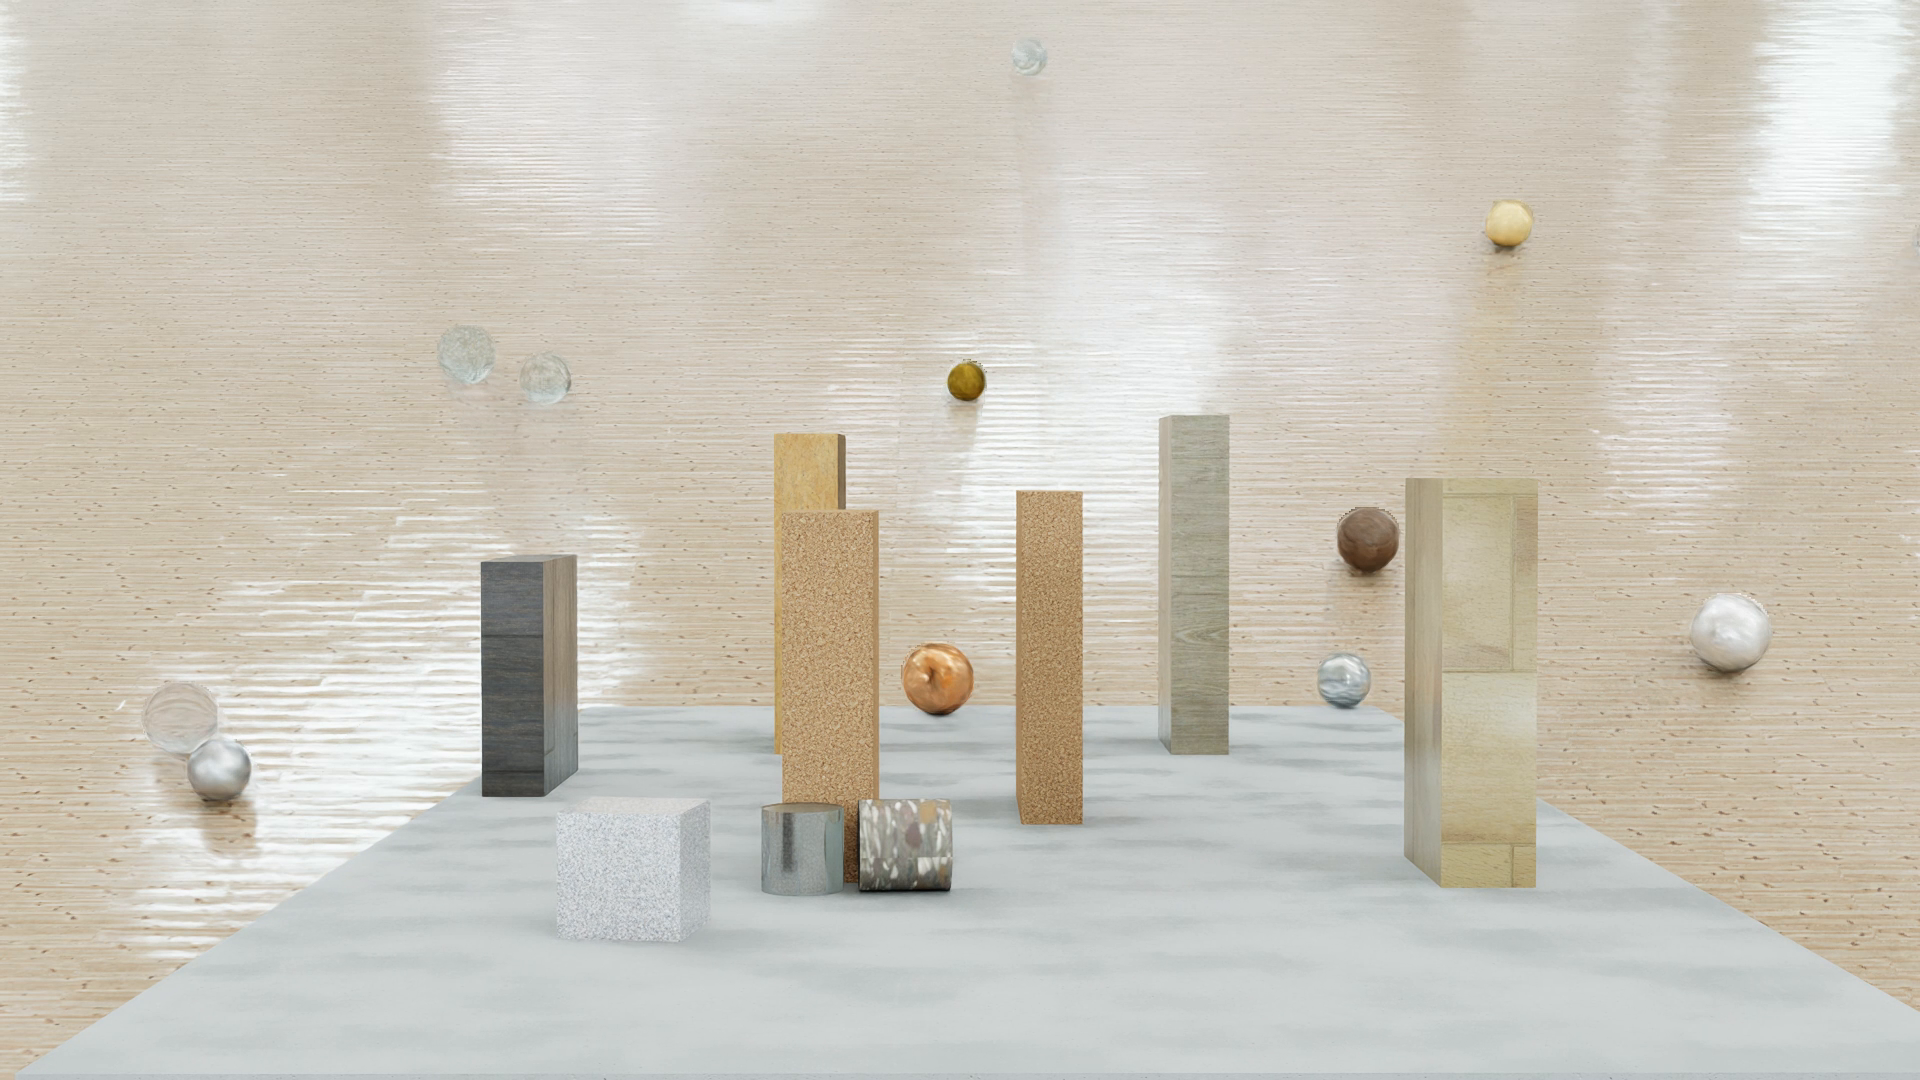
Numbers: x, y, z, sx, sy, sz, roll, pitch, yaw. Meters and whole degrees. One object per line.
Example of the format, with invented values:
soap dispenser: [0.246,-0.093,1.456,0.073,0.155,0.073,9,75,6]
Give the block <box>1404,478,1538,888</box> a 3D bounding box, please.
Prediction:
block: [0.758,0.201,3.848,0.136,0.587,0.308,0,2,0]

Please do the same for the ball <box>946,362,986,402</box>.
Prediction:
ball: [0.022,-0.529,8.610,0.131,0.131,0.131,0,26,0]

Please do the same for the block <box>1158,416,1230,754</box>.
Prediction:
block: [0.505,0.090,5.600,0.122,0.715,0.349,0,2,0]

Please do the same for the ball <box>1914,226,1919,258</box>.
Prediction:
ball: [3.730,-1.137,9.809,0.194,0.194,0.194,0,26,0]

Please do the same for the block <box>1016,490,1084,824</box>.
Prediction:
block: [0.156,0.195,4.555,0.104,0.563,0.393,0,2,0]

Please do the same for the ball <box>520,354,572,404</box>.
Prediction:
ball: [-1.379,-0.535,8.576,0.171,0.171,0.171,0,26,0]

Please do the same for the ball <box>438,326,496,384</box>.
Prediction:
ball: [-1.670,-0.625,8.740,0.193,0.193,0.193,0,26,0]

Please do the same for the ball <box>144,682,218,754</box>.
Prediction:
ball: [-1.965,0.451,6.506,0.181,0.181,0.181,0,26,0]

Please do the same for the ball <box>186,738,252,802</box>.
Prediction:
ball: [-1.810,0.562,6.305,0.153,0.153,0.153,0,26,0]

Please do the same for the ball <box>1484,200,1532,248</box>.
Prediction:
ball: [2.129,-1.226,10.008,0.182,0.182,0.182,0,26,0]

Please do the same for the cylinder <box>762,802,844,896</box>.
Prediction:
cylinder: [-0.225,0.441,3.688,0.118,0.118,0.118,0,2,0]

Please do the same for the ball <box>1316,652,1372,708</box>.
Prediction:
ball: [0.970,0.353,6.510,0.140,0.140,0.140,0,26,0]

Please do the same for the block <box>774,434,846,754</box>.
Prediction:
block: [-0.325,0.109,5.635,0.134,0.678,0.400,0,2,0]

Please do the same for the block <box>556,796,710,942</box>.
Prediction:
block: [-0.424,0.428,3.371,0.162,0.162,0.162,0,2,8]

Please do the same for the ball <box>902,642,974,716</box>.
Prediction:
ball: [-0.053,0.341,6.324,0.177,0.177,0.177,0,26,0]

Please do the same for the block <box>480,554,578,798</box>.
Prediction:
block: [-0.822,0.250,4.945,0.115,0.433,0.427,0,2,0]

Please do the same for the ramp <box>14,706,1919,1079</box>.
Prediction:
ramp: [0.058,0.526,4.564,2.000,0.100,4.000,0,2,0]

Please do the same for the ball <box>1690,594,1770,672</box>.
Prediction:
ball: [2.060,0.250,6.896,0.206,0.206,0.206,0,26,0]

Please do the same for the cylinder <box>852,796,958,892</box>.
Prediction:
cylinder: [-0.080,0.435,3.685,0.130,0.130,0.130,4,24,-11]

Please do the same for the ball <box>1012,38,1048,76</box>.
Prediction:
ball: [0.331,-2.291,12.245,0.172,0.172,0.172,0,26,0]

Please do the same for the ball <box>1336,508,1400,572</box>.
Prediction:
ball: [1.179,0.000,7.448,0.181,0.181,0.181,0,26,0]

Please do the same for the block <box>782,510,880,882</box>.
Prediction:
block: [-0.192,0.225,3.885,0.132,0.538,0.289,0,2,0]
